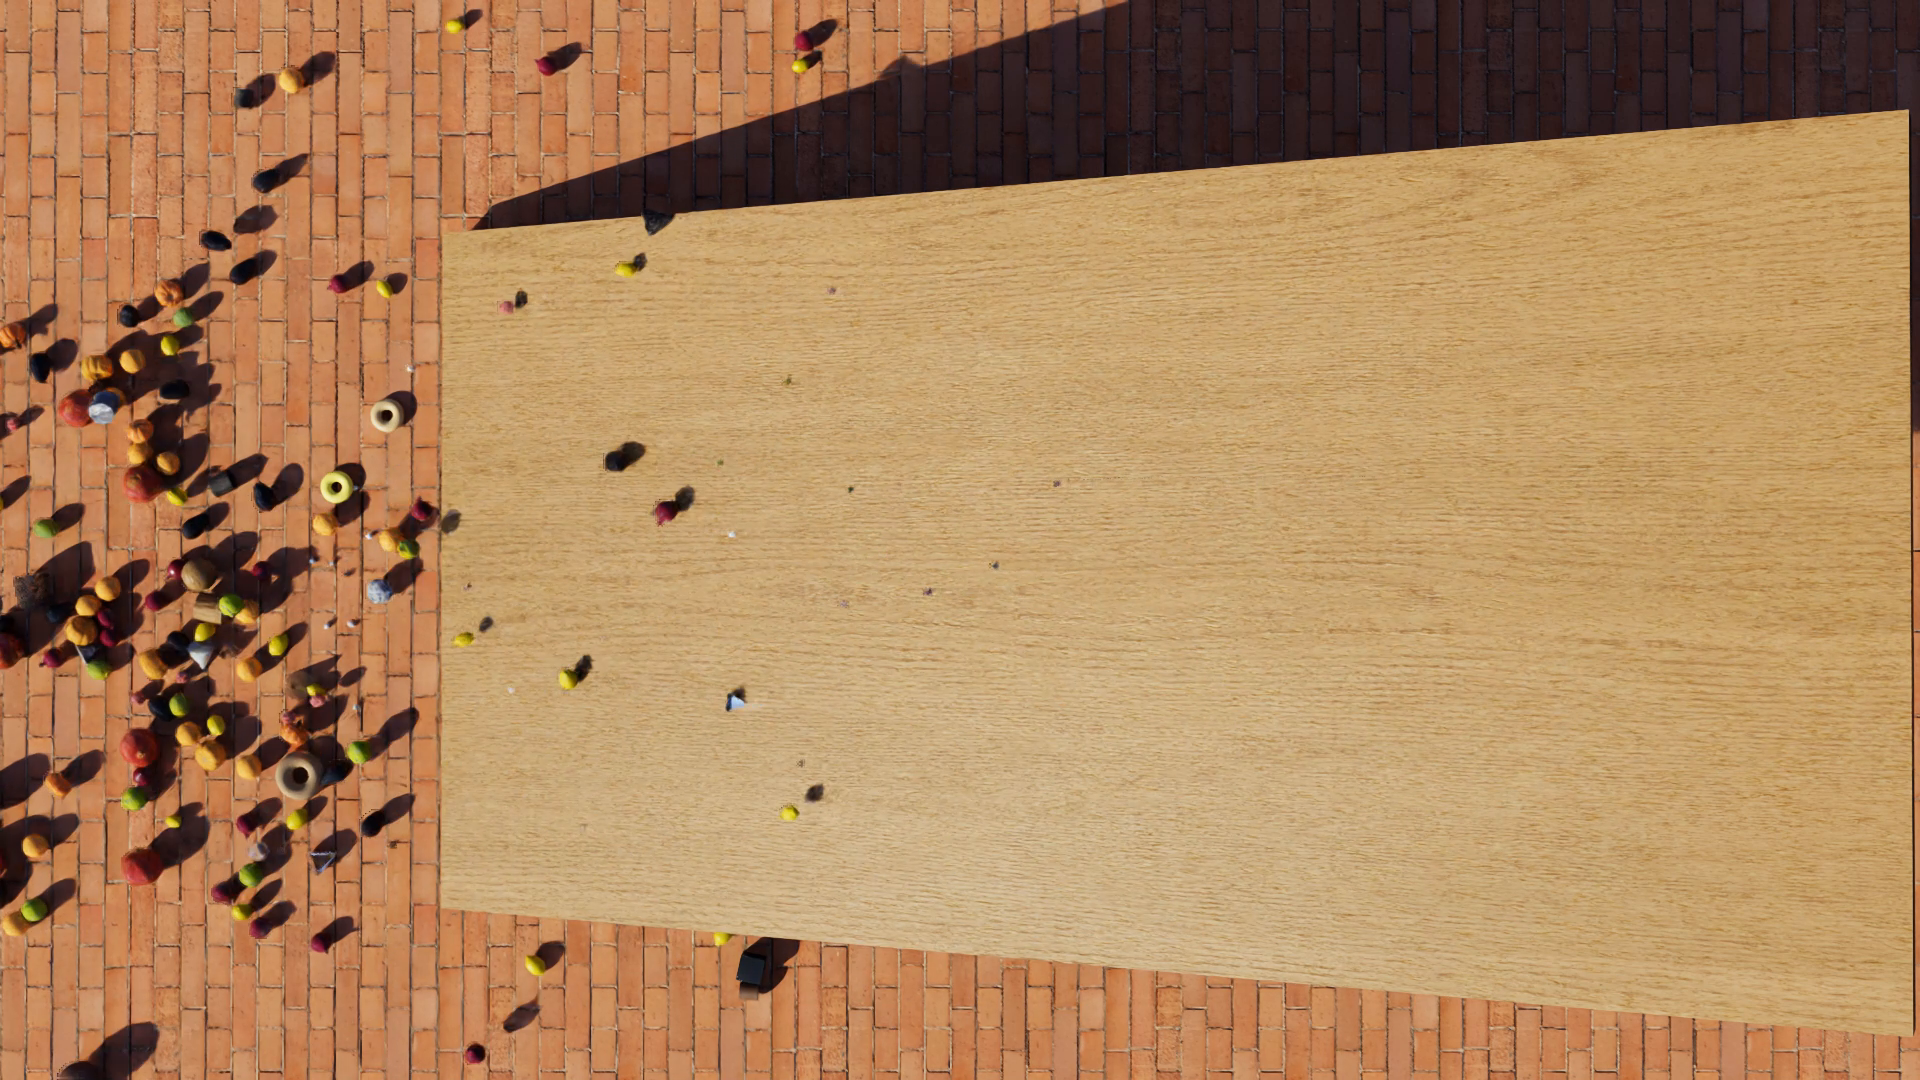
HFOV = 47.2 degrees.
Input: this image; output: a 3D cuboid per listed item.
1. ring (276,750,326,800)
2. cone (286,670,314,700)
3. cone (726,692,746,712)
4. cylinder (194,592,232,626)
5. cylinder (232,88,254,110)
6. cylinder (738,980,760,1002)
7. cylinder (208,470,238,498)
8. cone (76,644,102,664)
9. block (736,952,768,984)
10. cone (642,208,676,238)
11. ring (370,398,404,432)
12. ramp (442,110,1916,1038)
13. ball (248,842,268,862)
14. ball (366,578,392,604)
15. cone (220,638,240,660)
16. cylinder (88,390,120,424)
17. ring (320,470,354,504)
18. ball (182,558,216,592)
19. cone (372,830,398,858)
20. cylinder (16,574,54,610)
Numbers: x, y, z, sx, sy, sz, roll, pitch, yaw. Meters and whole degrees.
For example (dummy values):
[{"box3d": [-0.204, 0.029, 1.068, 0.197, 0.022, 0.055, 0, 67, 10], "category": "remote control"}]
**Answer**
[{"box3d": [-1.971, 0.704, 6.574, 0.149, 0.050, 0.149, 0, 90, -1], "category": "ring"}, {"box3d": [-1.981, 0.437, 6.556, 0.089, 0.089, 0.089, 0, 89, 0], "category": "cone"}, {"box3d": [-0.612, 0.449, 6.041, 0.055, 0.055, 0.055, 7, 89, 0], "category": "cone"}, {"box3d": [-2.231, 0.205, 6.562, 0.084, 0.084, 0.084, 12, 89, 0], "category": "cylinder"}, {"box3d": [-2.149, -1.321, 6.593, 0.052, 0.052, 0.052, 7, 82, 0], "category": "cylinder"}, {"box3d": [-0.628, 1.345, 6.562, 0.057, 0.057, 0.057, 4, 89, 0], "category": "cylinder"}, {"box3d": [-2.205, -0.168, 6.576, 0.063, 0.063, 0.063, -25, 89, 0], "category": "cylinder"}, {"box3d": [-2.600, 0.329, 6.587, 0.069, 0.069, 0.069, -30, 89, -27], "category": "cone"}, {"box3d": [-0.621, 1.276, 6.555, 0.073, 0.073, 0.073, 12, 89, 0], "category": "block"}, {"box3d": [-0.838, -0.896, 6.160, 0.084, 0.084, 0.084, -13, 89, -2], "category": "cone"}, {"box3d": [-1.717, -0.374, 6.593, 0.101, 0.034, 0.101, 0, 88, -1], "category": "ring"}, {"box3d": [0.280, 0.080, 5.673, 4.000, 0.100, 2.000, 0, 89, 26], "category": "ramp"}, {"box3d": [-2.096, 0.930, 6.565, 0.060, 0.060, 0.060, 0, 89, 0], "category": "ball"}, {"box3d": [-1.733, 0.153, 6.566, 0.076, 0.076, 0.076, 0, 89, 0], "category": "ball"}, {"box3d": [-2.195, 0.317, 6.589, 0.057, 0.057, 0.057, -27, 63, 0], "category": "cone"}, {"box3d": [-2.533, -0.393, 6.507, 0.073, 0.073, 0.073, -3, 128, -4], "category": "cylinder"}, {"box3d": [-1.867, -0.159, 6.592, 0.098, 0.033, 0.098, 0, 90, -1], "category": "ring"}, {"box3d": [-2.268, 0.102, 6.555, 0.100, 0.100, 0.100, 0, 89, 0], "category": "ball"}, {"box3d": [-1.708, 0.911, 6.588, 0.080, 0.080, 0.080, -1, 83, 5], "category": "cone"}, {"box3d": [-2.758, 0.155, 6.556, 0.094, 0.094, 0.094, -11, 89, 0], "category": "cylinder"}]
